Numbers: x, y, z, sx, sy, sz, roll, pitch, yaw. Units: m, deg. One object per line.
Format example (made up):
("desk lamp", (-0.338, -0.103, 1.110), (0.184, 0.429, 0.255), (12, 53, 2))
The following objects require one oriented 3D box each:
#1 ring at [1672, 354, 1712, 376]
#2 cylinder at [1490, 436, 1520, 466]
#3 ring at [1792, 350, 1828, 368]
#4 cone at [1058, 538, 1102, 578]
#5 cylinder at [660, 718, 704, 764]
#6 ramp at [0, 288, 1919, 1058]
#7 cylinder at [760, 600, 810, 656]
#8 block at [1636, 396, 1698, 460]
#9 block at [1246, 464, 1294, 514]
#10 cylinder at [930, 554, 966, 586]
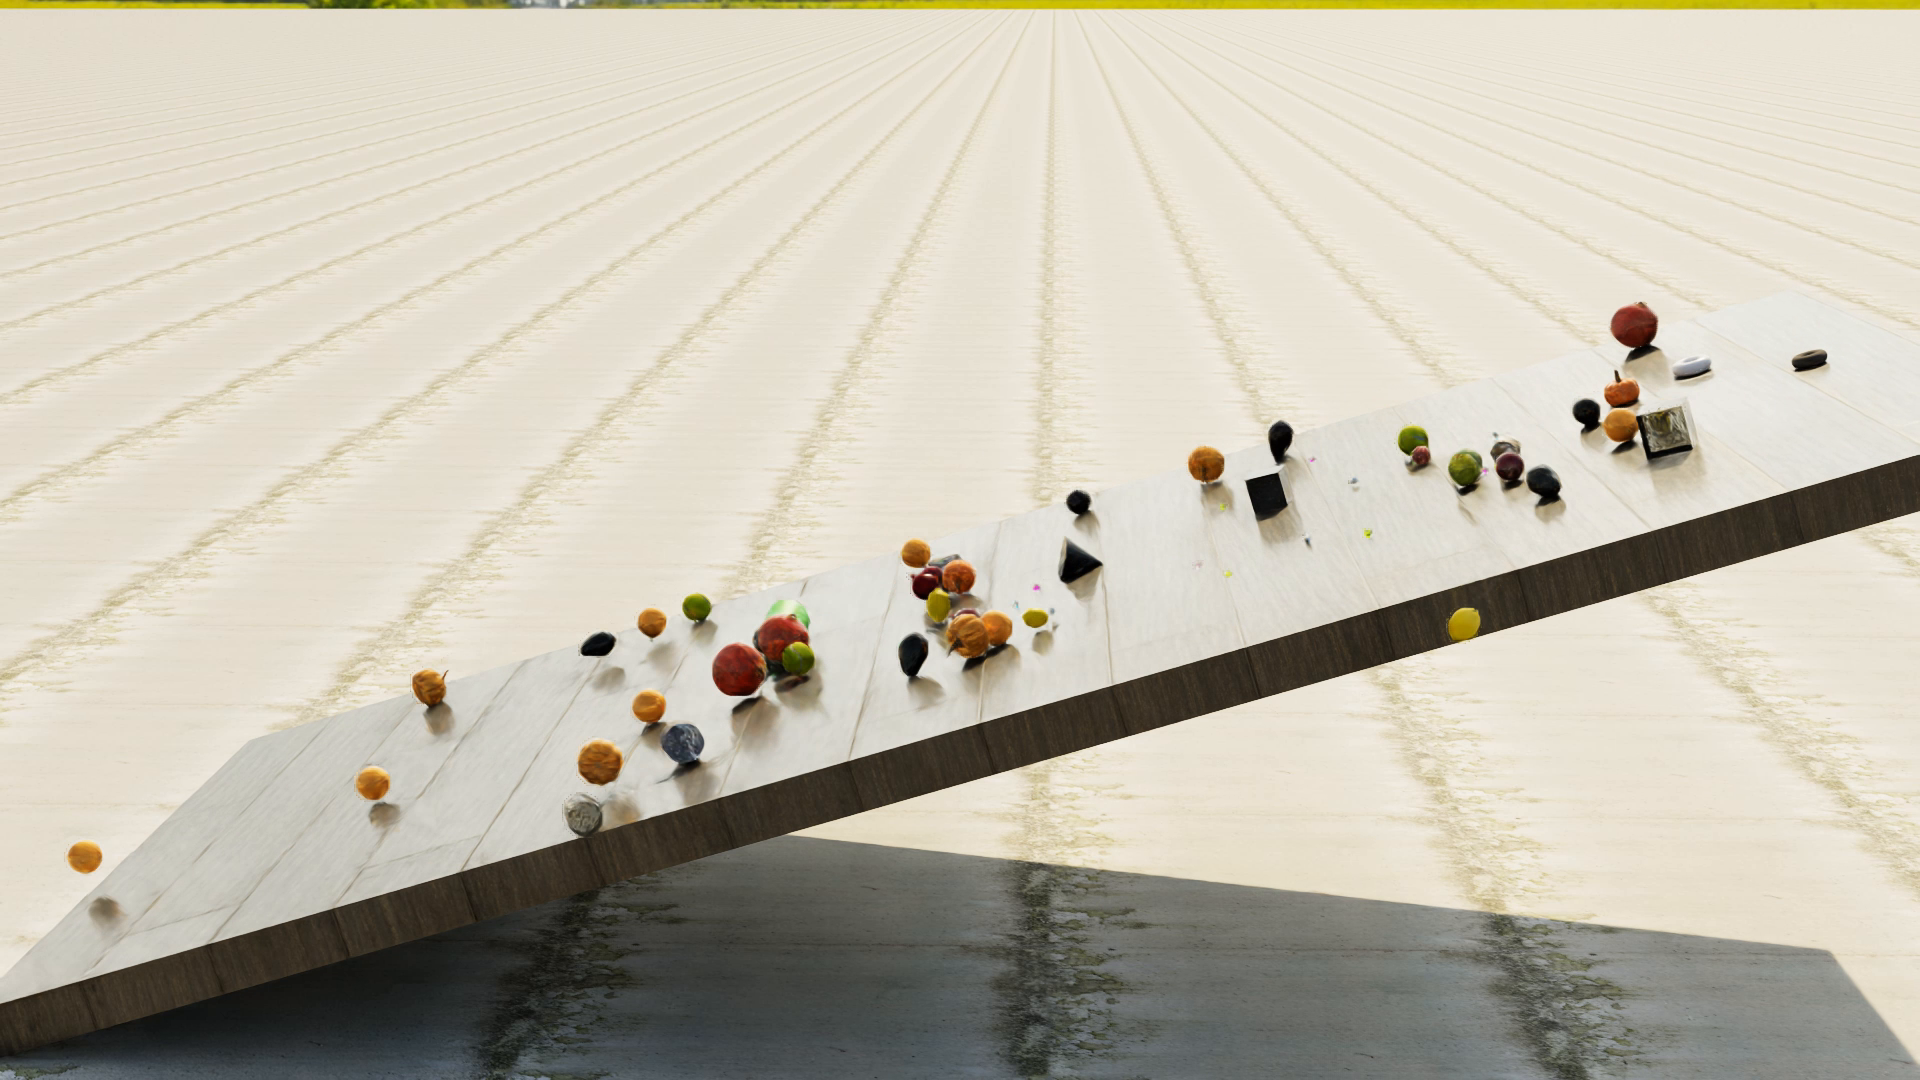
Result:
("ring", (1.616, -0.385, 6.493), (0.089, 0.030, 0.089), (-17, 11, 4))
("cylinder", (1.140, -0.188, 6.145), (0.053, 0.053, 0.053), (4, 17, 20))
("ring", (1.789, -0.381, 6.195), (0.075, 0.025, 0.075), (-18, 9, 3))
("cone", (0.268, 0.045, 6.380), (0.092, 0.092, 0.092), (9, 10, -6))
("cylinder", (-0.541, 0.391, 5.730), (0.078, 0.078, 0.078), (-2, 3, -11))
("ramp", (0.094, 0.186, 6.317), (4.000, 0.100, 2.000), (-16, 10, 5))
("cylinder", (-0.385, 0.193, 6.468), (0.095, 0.095, 0.095), (1, 24, 7))
("block", (1.394, -0.222, 5.799), (0.091, 0.091, 0.091), (-13, 11, 23))
("block", (0.679, -0.113, 6.447), (0.077, 0.077, 0.077), (-13, 11, 21))
("cylinder", (-0.029, 0.067, 6.699), (0.061, 0.061, 0.061), (-13, 5, 23))
